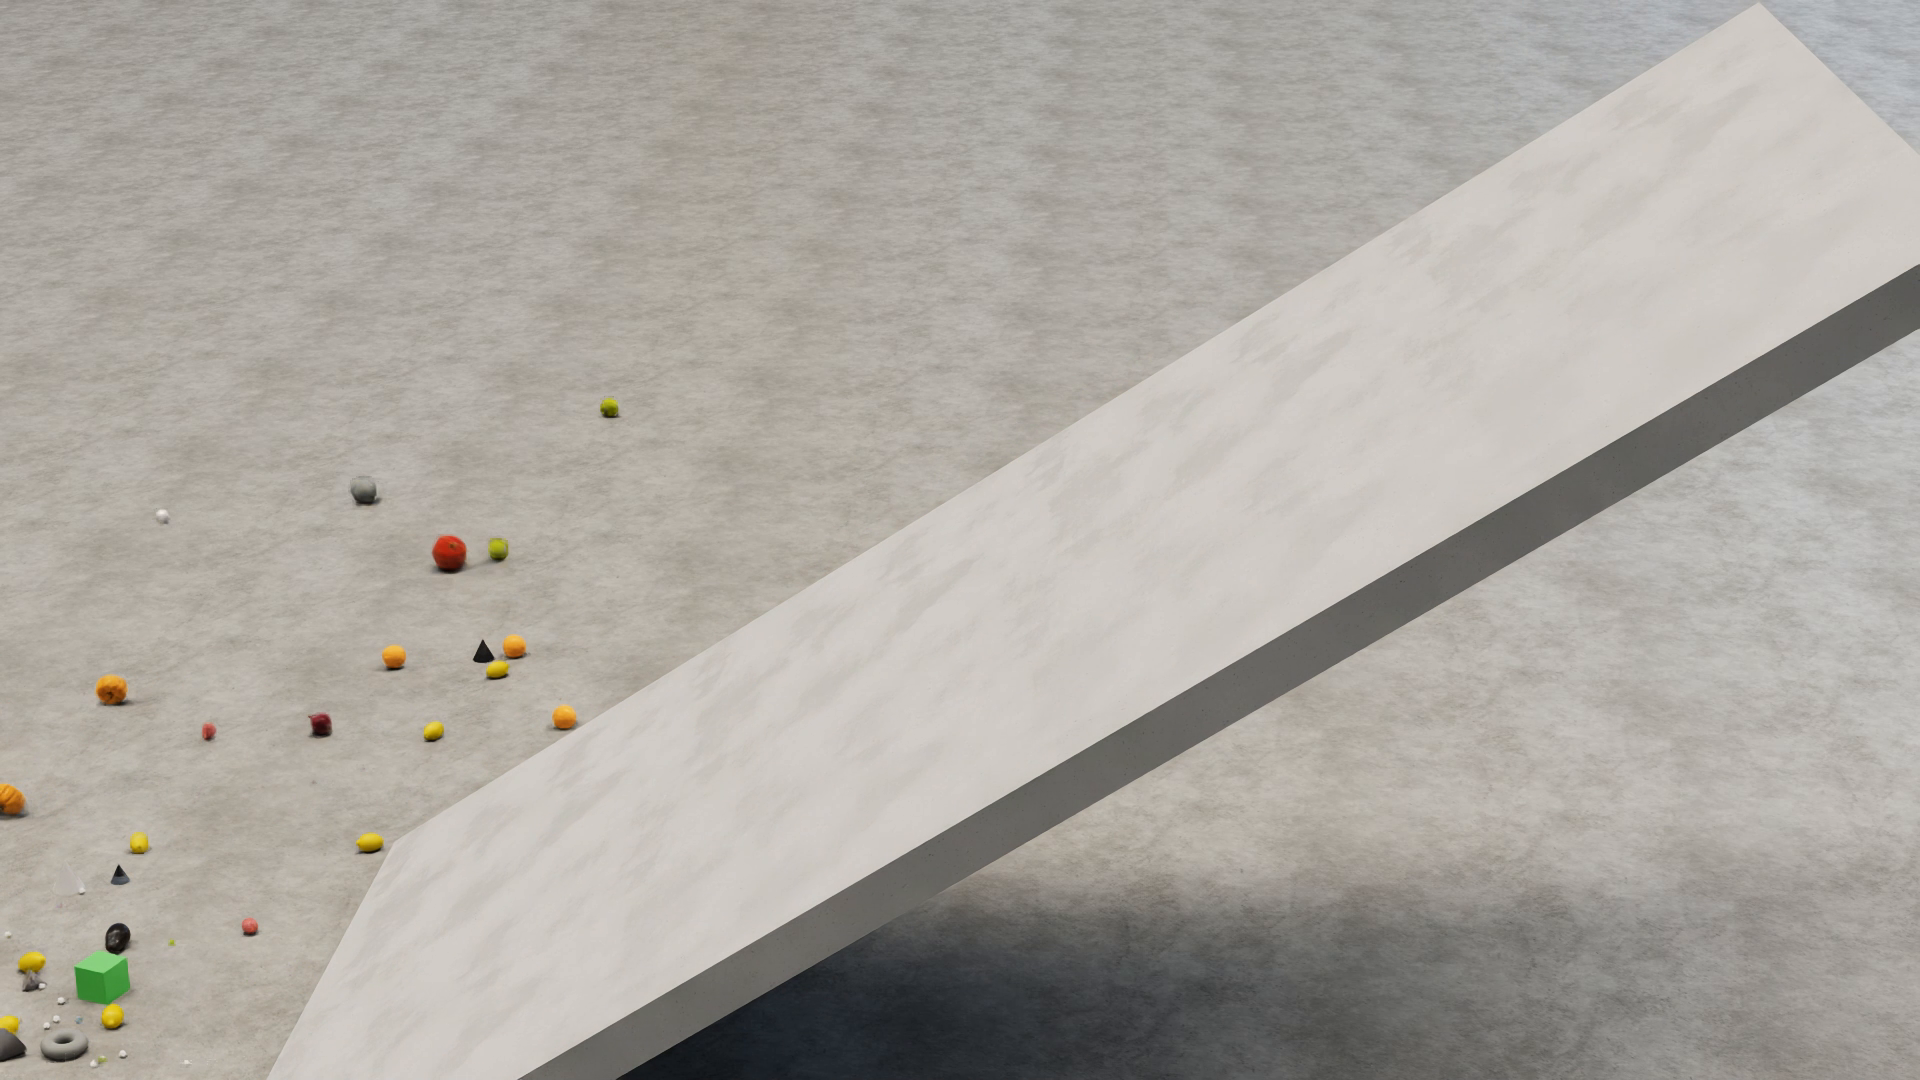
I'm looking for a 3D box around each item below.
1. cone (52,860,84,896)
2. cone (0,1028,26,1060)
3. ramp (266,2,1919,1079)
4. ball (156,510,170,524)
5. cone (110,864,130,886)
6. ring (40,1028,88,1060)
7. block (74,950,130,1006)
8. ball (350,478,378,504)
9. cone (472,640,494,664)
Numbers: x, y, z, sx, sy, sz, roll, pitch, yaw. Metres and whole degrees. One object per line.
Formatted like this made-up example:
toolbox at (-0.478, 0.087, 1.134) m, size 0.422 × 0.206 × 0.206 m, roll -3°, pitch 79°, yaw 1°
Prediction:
cone at (-2.316, 0.866, 7.627) m, size 0.082 × 0.082 × 0.082 m, roll 0°, pitch 21°, yaw 0°
cone at (-2.230, 1.191, 6.832) m, size 0.083 × 0.083 × 0.083 m, roll 13°, pitch 51°, yaw 31°
ramp at (0.138, 0.172, 6.299) m, size 4.000 × 0.100 × 2.000 m, roll -31°, pitch 16°, yaw 14°
ball at (-2.758, -0.079, 10.175) m, size 0.051 × 0.051 × 0.051 m, roll 0°, pitch 21°, yaw 0°
cone at (-2.193, 0.867, 7.671) m, size 0.050 × 0.050 × 0.050 m, roll 0°, pitch 21°, yaw 0°
ring at (-2.092, 1.177, 6.870) m, size 0.109 × 0.036 × 0.109 m, roll 1°, pitch 20°, yaw 0°
block at (-2.074, 1.058, 7.112) m, size 0.087 × 0.087 × 0.087 m, roll 9°, pitch 22°, yaw 22°
ball at (-2.102, -0.176, 10.372) m, size 0.091 × 0.091 × 0.091 m, roll 0°, pitch 21°, yaw 0°
cone at (-1.468, 0.335, 9.054) m, size 0.067 × 0.067 × 0.067 m, roll 0°, pitch 21°, yaw 0°
